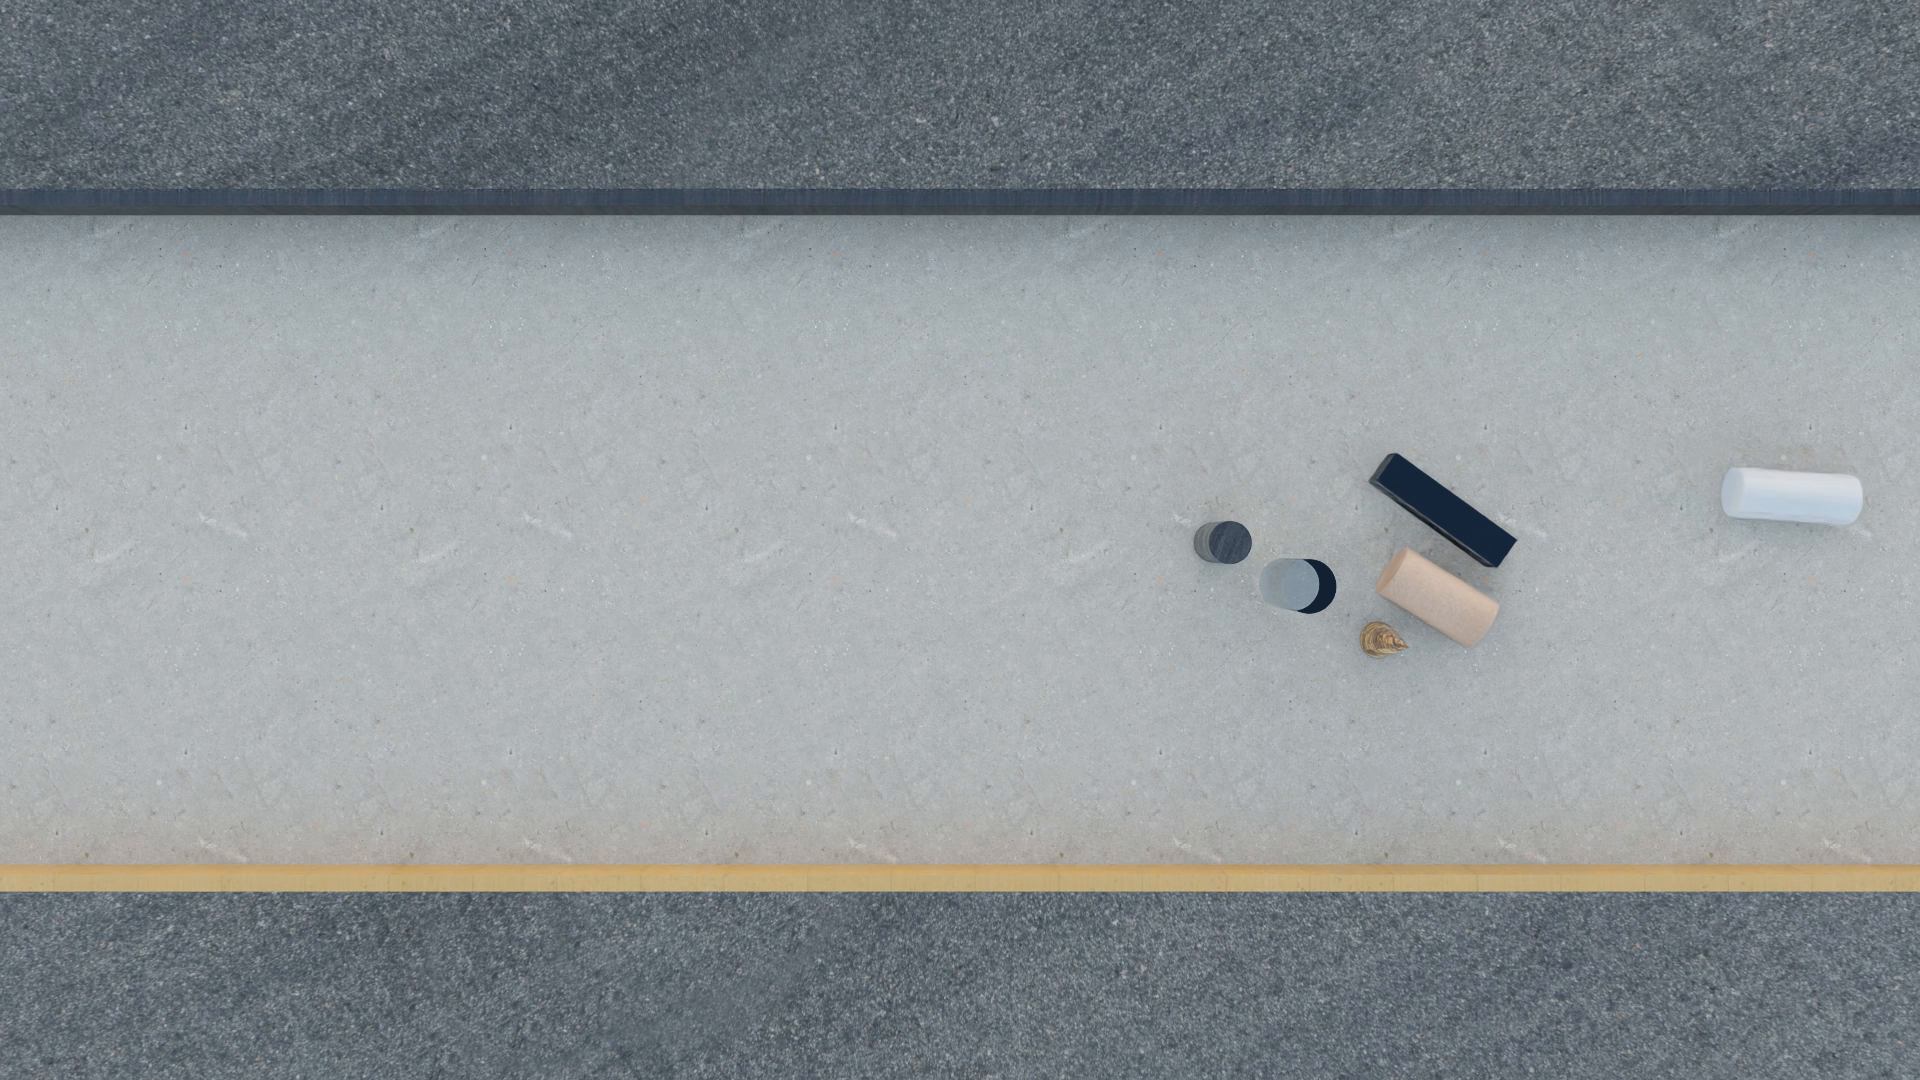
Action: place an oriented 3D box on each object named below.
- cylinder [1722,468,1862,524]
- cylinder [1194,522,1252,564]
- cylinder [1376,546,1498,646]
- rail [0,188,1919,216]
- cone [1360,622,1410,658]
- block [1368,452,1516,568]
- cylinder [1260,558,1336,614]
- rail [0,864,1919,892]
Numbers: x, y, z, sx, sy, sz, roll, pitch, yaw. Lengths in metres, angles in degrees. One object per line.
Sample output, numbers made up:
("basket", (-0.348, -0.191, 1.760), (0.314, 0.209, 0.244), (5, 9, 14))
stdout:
("cylinder", (2.521, -0.135, 5.002), (0.353, 0.150, 0.150), (4, 90, 0))
("cylinder", (0.782, 0.007, 4.923), (0.125, 0.308, 0.125), (0, 90, 0))
("cylinder", (1.446, 0.172, 4.996), (0.320, 0.161, 0.161), (32, 90, 0))
("rail", (-2.247, -1.025, 5.002), (12.000, 0.150, 0.050), (0, 90, 0))
("cone", (1.287, 0.308, 4.900), (0.114, 0.353, 0.114), (0, 90, 0))
("block", (1.468, -0.090, 5.024), (0.450, 0.105, 0.105), (36, 90, 0))
("cylinder", (1.000, 0.133, 4.899), (0.158, 0.355, 0.158), (0, 90, 0))
("rail", (-2.247, 1.025, 5.001), (12.000, 0.150, 0.050), (0, 90, 0))
